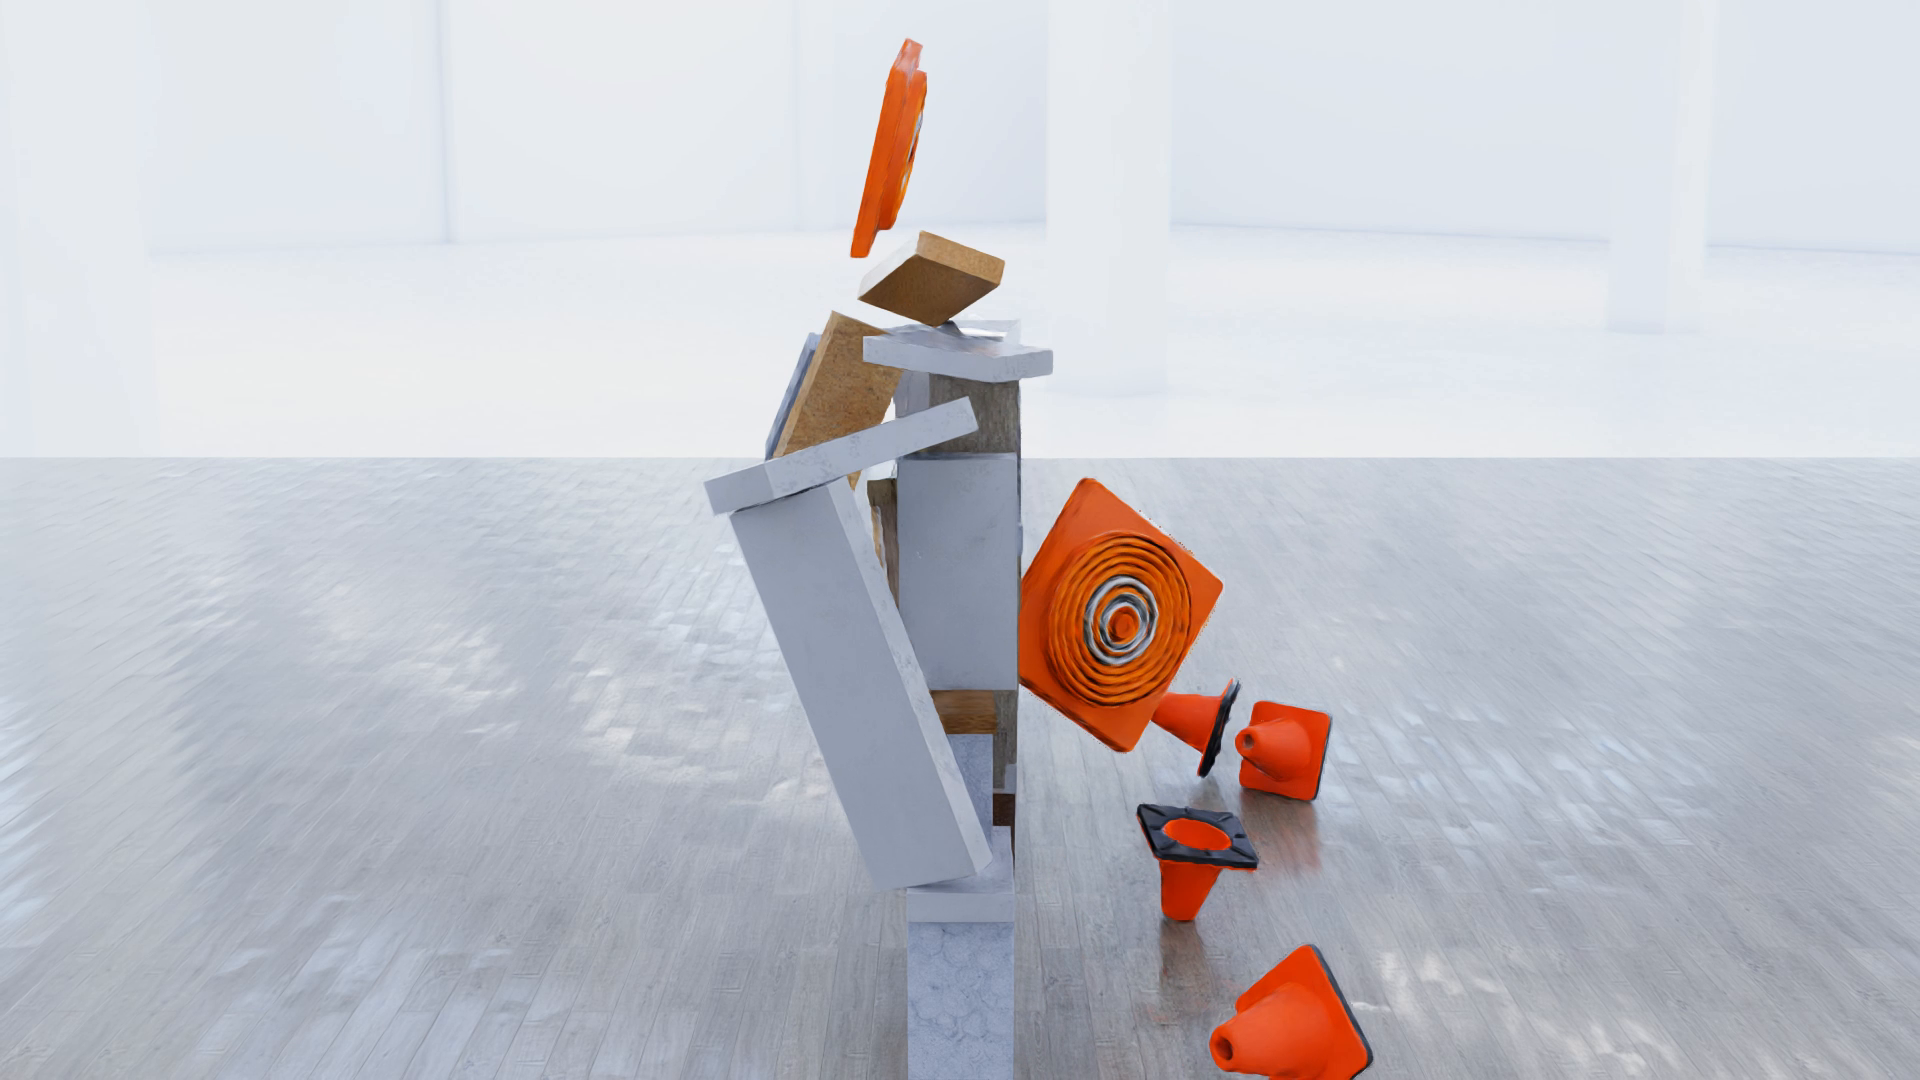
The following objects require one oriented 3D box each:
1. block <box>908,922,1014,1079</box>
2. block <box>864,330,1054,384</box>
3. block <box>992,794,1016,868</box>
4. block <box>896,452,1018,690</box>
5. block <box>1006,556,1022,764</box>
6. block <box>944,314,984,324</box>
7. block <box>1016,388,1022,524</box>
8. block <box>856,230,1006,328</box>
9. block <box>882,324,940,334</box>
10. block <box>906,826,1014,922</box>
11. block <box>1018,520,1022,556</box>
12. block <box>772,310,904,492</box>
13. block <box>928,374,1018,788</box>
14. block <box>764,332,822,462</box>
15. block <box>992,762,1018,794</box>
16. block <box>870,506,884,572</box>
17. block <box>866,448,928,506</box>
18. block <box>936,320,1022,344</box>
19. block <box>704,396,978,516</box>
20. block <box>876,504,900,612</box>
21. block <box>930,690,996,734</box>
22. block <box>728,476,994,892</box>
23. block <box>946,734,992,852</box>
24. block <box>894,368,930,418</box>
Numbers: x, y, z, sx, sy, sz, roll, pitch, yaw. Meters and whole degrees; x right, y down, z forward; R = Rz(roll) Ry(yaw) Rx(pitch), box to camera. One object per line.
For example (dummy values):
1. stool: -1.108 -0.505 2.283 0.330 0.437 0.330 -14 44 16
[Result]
1. block: 0.001 0.606 2.836 0.136 0.272 0.039 0 11 0
2. block: -0.004 -0.246 2.939 0.236 0.033 0.118 13 17 41
3. block: 0.004 0.507 3.278 0.151 0.302 0.043 1 11 0
4. block: -0.002 0.043 2.933 0.157 0.315 0.045 0 14 1
5. block: 0.007 0.167 3.191 0.156 0.312 0.044 1 11 -1
6. block: -0.005 -0.416 4.271 0.102 0.029 0.204 0 10 1
7. block: 0.026 -0.117 3.054 0.118 0.236 0.033 2 48 3
8. block: -0.047 -0.392 3.331 0.137 0.039 0.274 18 -14 -17
9. block: -0.057 -0.361 3.881 0.094 0.027 0.187 -4 0 37
10. block: 0.001 0.437 2.897 0.136 0.039 0.272 0 11 0
11. block: 0.009 -0.027 3.261 0.156 0.044 0.312 1 10 -1
12. block: -0.190 -0.213 3.511 0.137 0.275 0.039 19 9 -28
13. block: 0.012 0.060 3.011 0.118 0.593 0.033 2 17 0
14. block: -0.220 -0.222 3.633 0.137 0.274 0.039 9 48 -18
15. block: 0.006 0.319 3.344 0.151 0.043 0.302 1 10 -1
16. block: -0.071 0.032 3.941 0.153 0.307 0.043 -9 12 -15
17. block: -0.072 -0.115 3.783 0.153 0.043 0.307 -5 12 3
18. block: 0.025 -0.303 3.292 0.111 0.031 0.221 1 12 8
19. block: -0.148 -0.107 2.775 0.315 0.045 0.158 -20 5 -34
20. block: -0.042 0.129 3.733 0.153 0.418 0.043 -8 11 -11
21. block: 0.000 0.221 2.913 0.089 0.025 0.178 0 11 -1
22. block: -0.123 0.185 2.741 0.158 0.518 0.045 -15 10 33
23. block: -0.002 0.331 2.875 0.089 0.178 0.025 0 11 0
24. block: -0.070 -0.255 3.889 0.094 0.187 0.027 -5 25 5
